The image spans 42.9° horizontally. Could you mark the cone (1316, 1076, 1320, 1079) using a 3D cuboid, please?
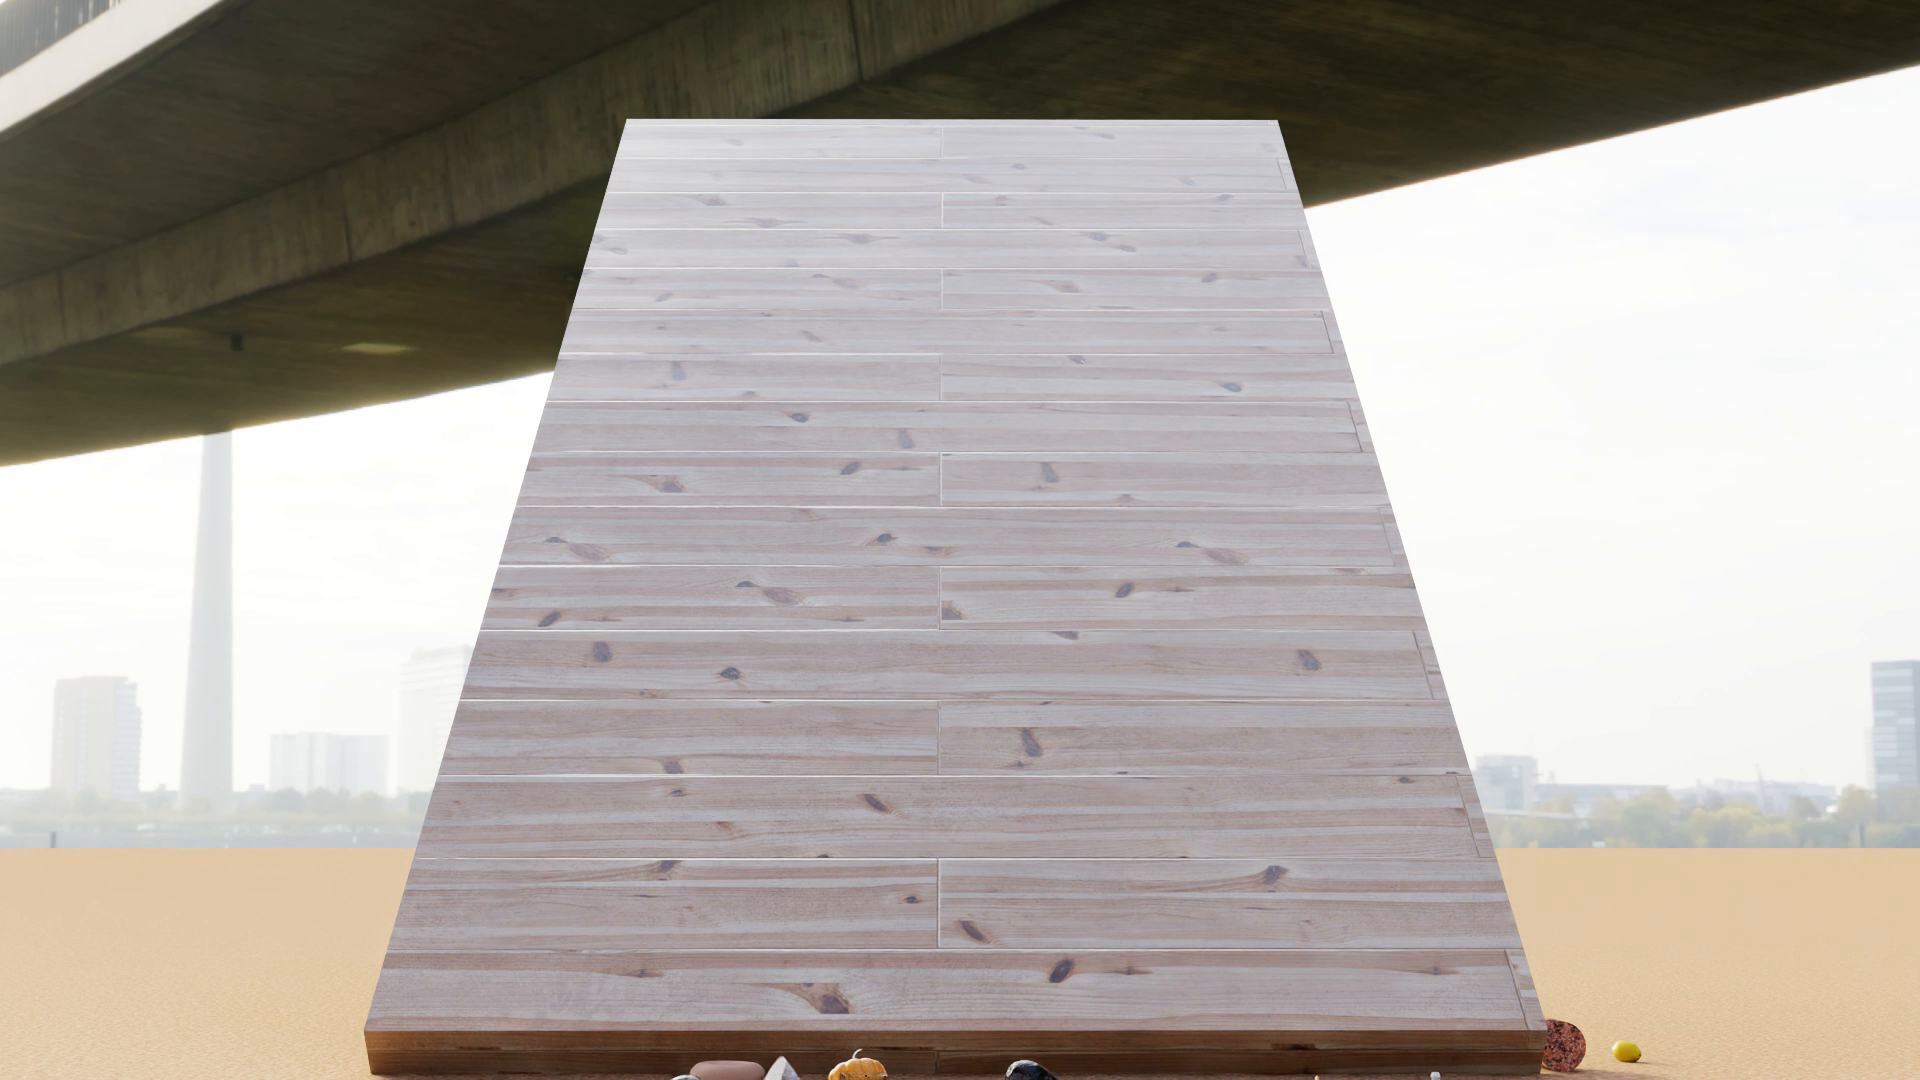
[{"bbox_3d":[0.497,0.780,3.400,0.072,0.072,0.072,0,-7,0],"label":"cone"}]

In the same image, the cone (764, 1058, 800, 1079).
[{"bbox_3d":[-0.240,0.819,3.589,0.090,0.090,0.090,29,-14,-12],"label":"cone"}]

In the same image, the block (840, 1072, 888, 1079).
[{"bbox_3d":[-0.139,0.801,3.524,0.061,0.061,0.061,2,-7,-13],"label":"block"}]

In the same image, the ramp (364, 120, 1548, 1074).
[{"bbox_3d":[-0.015,-0.190,5.852,2.000,0.100,4.000,0,32,0],"label":"ramp"}]

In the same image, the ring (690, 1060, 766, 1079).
[{"bbox_3d":[-0.375,0.863,3.943,0.122,0.041,0.122,1,-8,0],"label":"ring"}]

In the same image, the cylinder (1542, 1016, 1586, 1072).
[{"bbox_3d":[1.035,0.880,4.266,0.086,0.086,0.086,1,0,-8],"label":"cylinder"}]
